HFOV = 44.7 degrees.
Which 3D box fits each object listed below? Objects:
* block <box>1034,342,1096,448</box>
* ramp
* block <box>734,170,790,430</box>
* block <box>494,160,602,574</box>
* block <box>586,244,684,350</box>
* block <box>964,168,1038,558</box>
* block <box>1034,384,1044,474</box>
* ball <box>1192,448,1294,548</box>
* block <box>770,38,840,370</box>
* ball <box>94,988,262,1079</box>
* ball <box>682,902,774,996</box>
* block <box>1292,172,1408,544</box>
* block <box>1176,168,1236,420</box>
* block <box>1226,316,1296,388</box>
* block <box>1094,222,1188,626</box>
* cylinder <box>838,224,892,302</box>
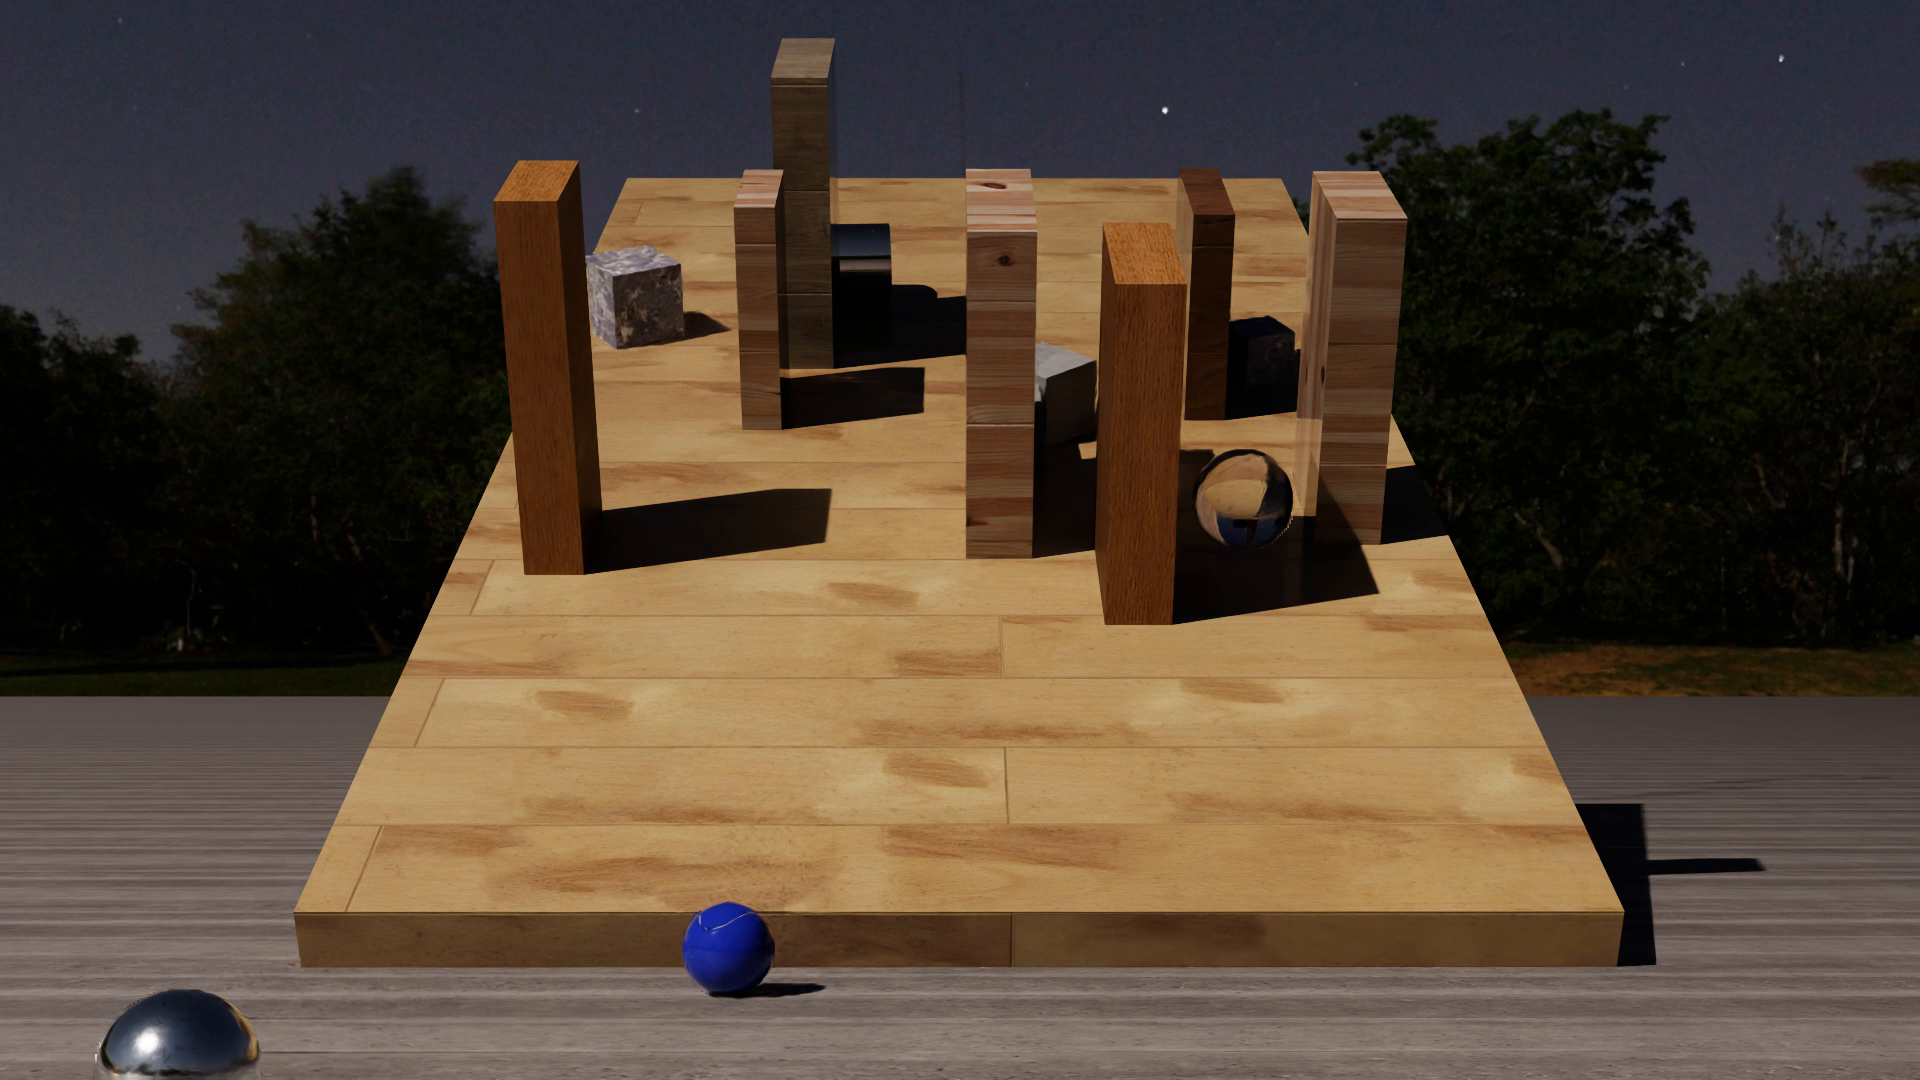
[{"bbox_3d":[0.188,-0.326,5.242,0.166,0.166,0.166,23,33,40],"label":"block"},{"bbox_3d":[-0.009,-0.229,5.348,2.000,0.100,4.000,0,25,0],"label":"ramp"},{"bbox_3d":[-0.447,-0.547,5.297,0.089,0.518,0.301,0,25,0],"label":"block"},{"bbox_3d":[-0.795,-0.332,4.542,0.117,0.755,0.276,0,25,0],"label":"block"},{"bbox_3d":[-0.818,-0.607,5.824,0.188,0.188,0.188,-15,29,-30],"label":"block"},{"bbox_3d":[0.078,-0.359,4.702,0.131,0.675,0.430,0,25,0],"label":"block"},{"bbox_3d":[0.100,-0.242,5.078,0.149,0.149,0.149,-1,25,-3],"label":"block"},{"bbox_3d":[0.566,-0.083,4.671,0.200,0.200,0.200,0,-4,0],"label":"ball"},{"bbox_3d":[-0.369,-0.818,5.662,0.130,0.708,0.408,0,25,0],"label":"block"},{"bbox_3d":[-0.716,0.486,2.143,0.146,0.146,0.146,0,-4,0],"label":"ball"},{"bbox_3d":[-0.319,0.564,3.223,0.128,0.128,0.128,0,-4,0],"label":"ball"},{"bbox_3d":[0.780,-0.368,4.716,0.134,0.682,0.326,0,25,0],"label":"block"},{"bbox_3d":[0.557,-0.572,5.398,0.092,0.486,0.381,0,25,0],"label":"block"},{"bbox_3d":[0.709,-0.448,5.559,0.125,0.125,0.125,-9,26,-20],"label":"block"},{"bbox_3d":[0.335,-0.222,4.410,0.126,0.670,0.369,0,25,0],"label":"block"},{"bbox_3d":[-0.283,-0.718,6.051,0.202,0.202,0.202,-2,-4,-4],"label":"cylinder"}]
